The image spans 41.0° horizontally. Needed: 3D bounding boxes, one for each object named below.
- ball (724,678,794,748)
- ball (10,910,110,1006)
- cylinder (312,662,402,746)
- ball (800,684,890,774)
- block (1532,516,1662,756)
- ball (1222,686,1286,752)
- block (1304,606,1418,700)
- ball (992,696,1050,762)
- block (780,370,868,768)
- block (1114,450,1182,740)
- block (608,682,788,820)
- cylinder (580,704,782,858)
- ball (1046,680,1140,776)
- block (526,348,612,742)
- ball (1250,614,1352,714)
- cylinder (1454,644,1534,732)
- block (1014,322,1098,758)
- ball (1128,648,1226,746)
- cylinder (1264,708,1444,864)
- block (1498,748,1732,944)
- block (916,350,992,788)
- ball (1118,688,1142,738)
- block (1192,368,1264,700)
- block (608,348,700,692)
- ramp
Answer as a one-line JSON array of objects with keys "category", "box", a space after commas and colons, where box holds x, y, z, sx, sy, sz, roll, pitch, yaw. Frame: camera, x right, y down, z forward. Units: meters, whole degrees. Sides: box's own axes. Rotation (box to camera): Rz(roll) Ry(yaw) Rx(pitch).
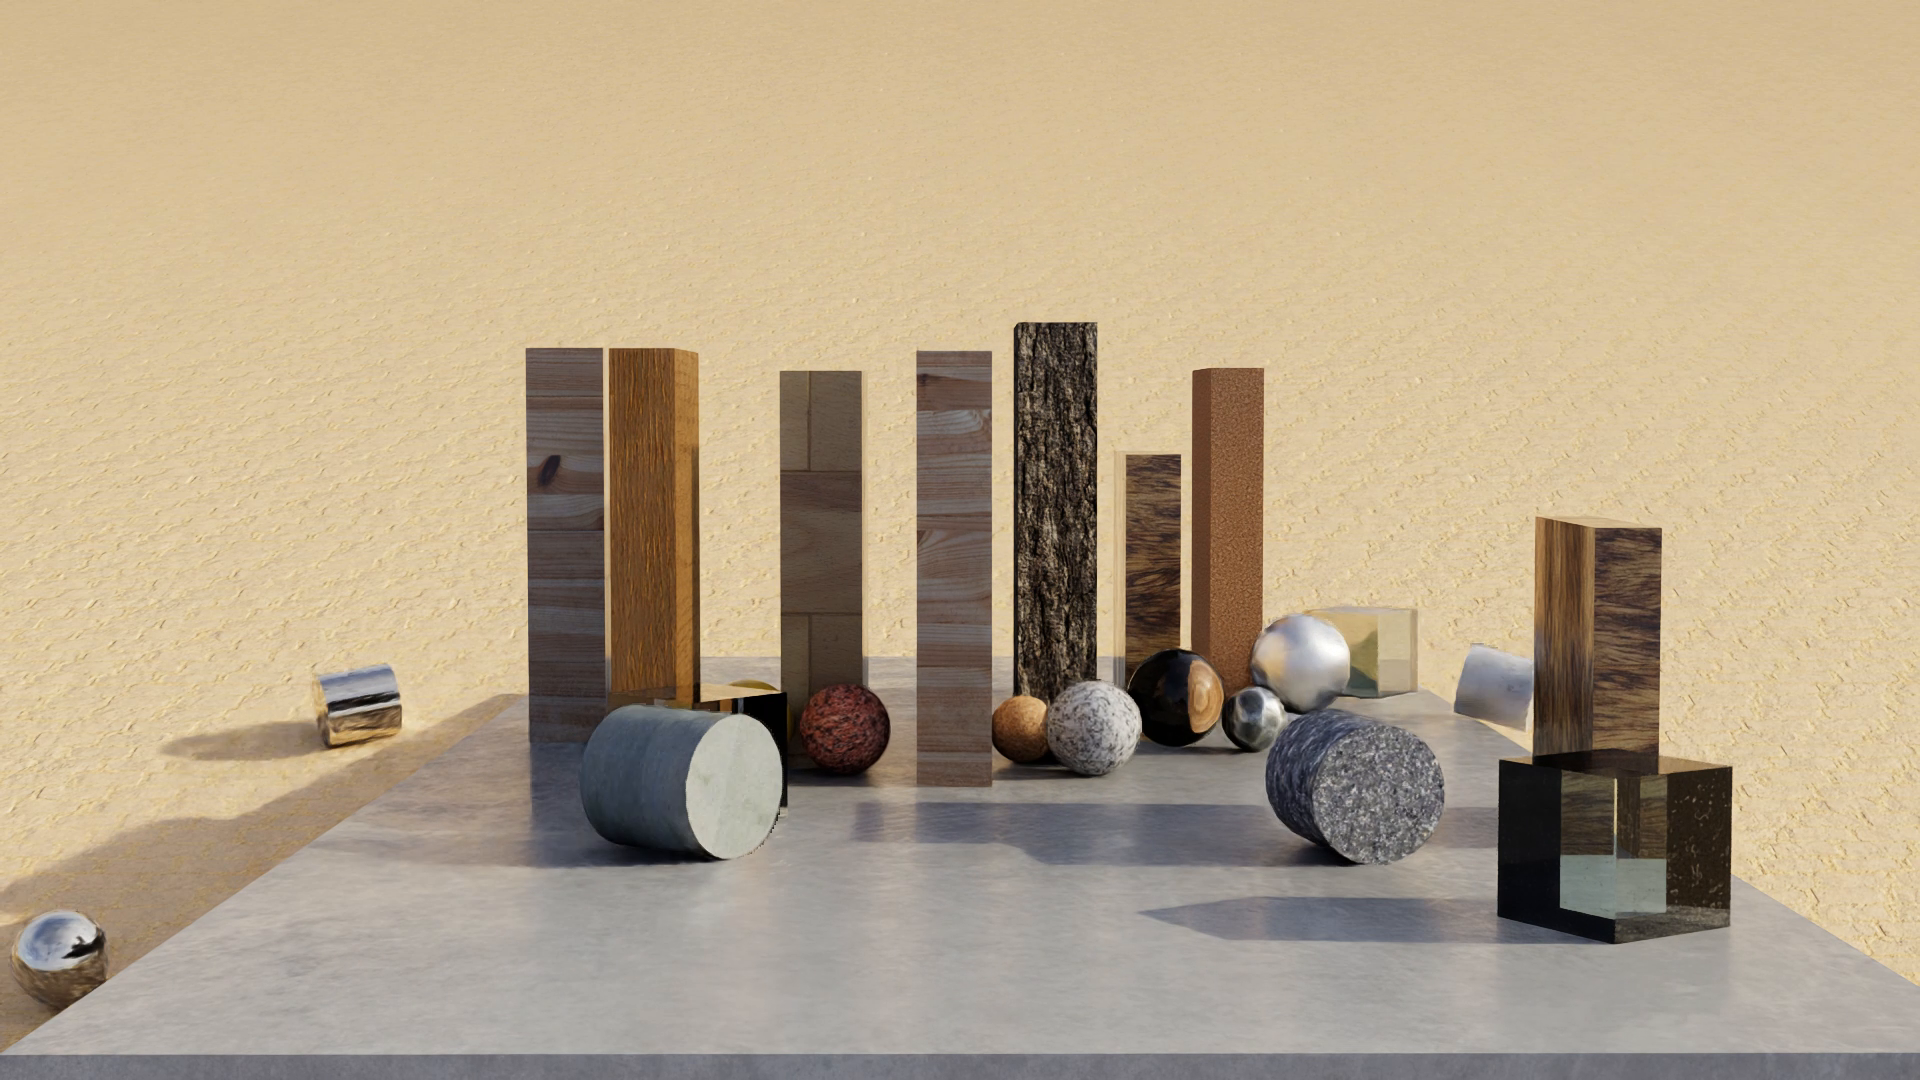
[{"category": "ball", "box": [-0.368, 0.323, 4.461, 0.164, 0.164, 0.164, 0, 21, 0]}, {"category": "ball", "box": [-1.801, 0.836, 5.149, 0.190, 0.190, 0.190, 0, 21, 0]}, {"category": "cylinder", "box": [-1.472, 0.401, 6.275, 0.175, 0.175, 0.175, -10, 24, -24]}, {"category": "ball", "box": [-0.199, 0.327, 4.446, 0.157, 0.157, 0.157, 0, 21, 0]}, {"category": "block", "box": [0.954, 0.203, 3.870, 0.096, 0.462, 0.379, 0, 3, 0]}, {"category": "ball", "box": [0.541, 0.330, 4.740, 0.119, 0.119, 0.119, 0, 21, 0]}, {"category": "block", "box": [0.888, 0.246, 5.696, 0.184, 0.184, 0.184, 2, 4, 37]}, {"category": "ball", "box": [0.113, 0.337, 4.594, 0.119, 0.119, 0.119, 0, 21, 0]}, {"category": "block", "box": [-0.244, 0.044, 4.661, 0.144, 0.698, 0.304, 0, 3, 0]}, {"category": "block", "box": [0.366, 0.099, 5.070, 0.105, 0.544, 0.376, 0, 3, 0]}, {"category": "block", "box": [-0.405, 0.333, 3.968, 0.195, 0.195, 0.195, 3, 4, 43]}, {"category": "cylinder", "box": [-0.398, 0.344, 3.674, 0.203, 0.203, 0.203, 2, 19, 37]}, {"category": "ball", "box": [0.228, 0.324, 4.435, 0.163, 0.163, 0.163, 0, 21, 0]}, {"category": "block", "box": [-0.742, 0.003, 4.991, 0.146, 0.746, 0.299, 0, 3, 0]}, {"category": "ball", "box": [0.695, 0.254, 5.249, 0.204, 0.204, 0.204, 0, 21, 0]}, {"category": "cylinder", "box": [1.093, 0.300, 5.200, 0.146, 0.146, 0.146, 16, 26, 20]}, {"category": "block", "box": [0.176, -0.008, 4.820, 0.143, 0.786, 0.368, 0, 3, 0]}, {"category": "ball", "box": [0.404, 0.294, 4.801, 0.183, 0.183, 0.183, 0, 21, 0]}, {"category": "cylinder", "box": [0.559, 0.349, 3.658, 0.195, 0.195, 0.195, -5, 4, -12]}, {"category": "block", "box": [0.807, 0.373, 3.172, 0.197, 0.197, 0.197, -2, 4, -32]}, {"category": "block", "box": [-0.010, 0.038, 4.499, 0.126, 0.728, 0.448, 0, 3, 0]}, {"category": "ball", "box": [0.255, 0.328, 4.584, 0.139, 0.139, 0.139, 0, 21, 0]}, {"category": "block", "box": [0.572, -0.010, 5.524, 0.109, 0.714, 0.427, 0, 3, 0]}, {"category": "block", "box": [-0.499, 0.052, 4.240, 0.103, 0.727, 0.376, 0, 3, 0]}, {"category": "ramp", "box": [0.050, 0.451, 4.532, 2.000, 0.100, 4.000, 0, 3, 0]}]
